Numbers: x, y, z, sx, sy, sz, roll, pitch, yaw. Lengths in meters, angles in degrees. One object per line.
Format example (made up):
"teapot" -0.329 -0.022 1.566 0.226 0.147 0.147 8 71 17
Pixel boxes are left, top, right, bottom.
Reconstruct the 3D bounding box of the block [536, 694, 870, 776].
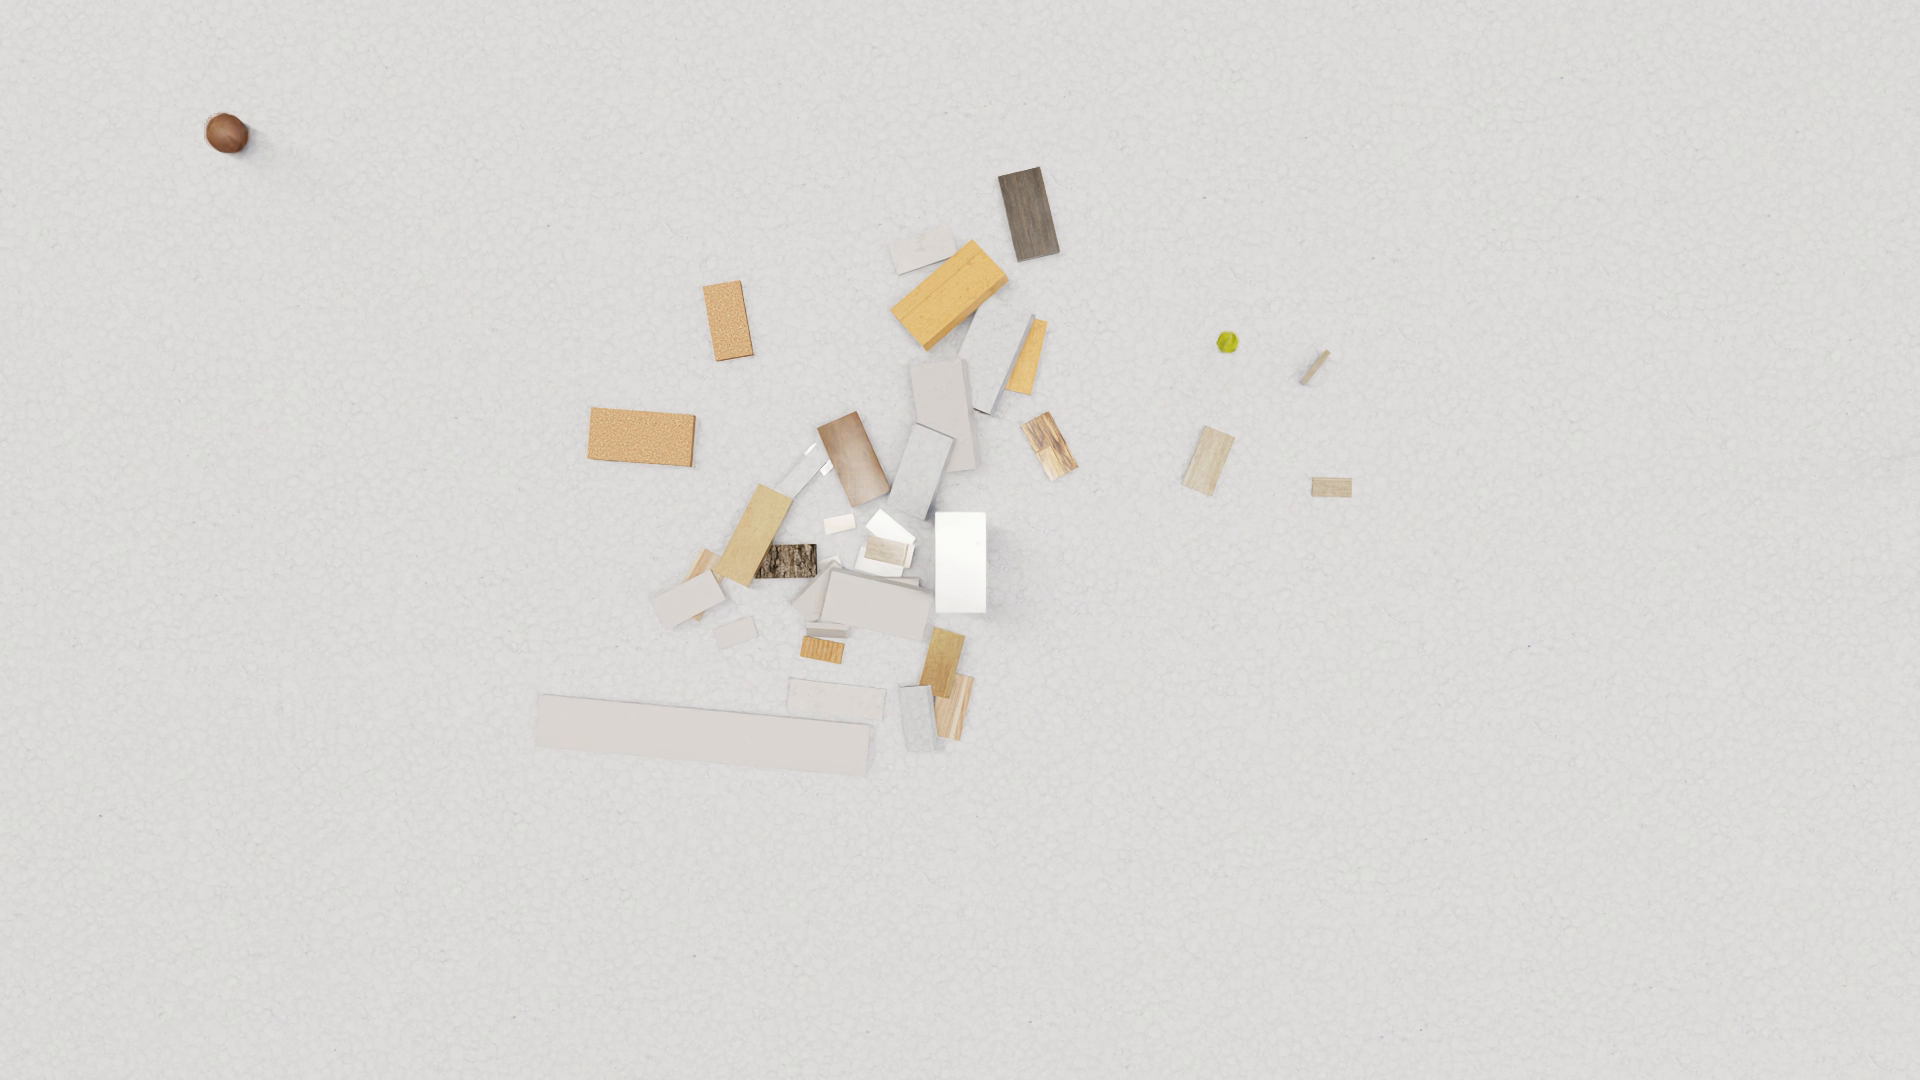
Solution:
"block" -0.851 0.648 5.476 1.094 0.048 0.170 5 90 0

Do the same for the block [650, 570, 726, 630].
"block" -0.897 0.198 5.453 0.222 0.031 0.111 -28 90 0

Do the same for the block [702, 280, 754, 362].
"block" -0.770 -0.728 5.482 0.125 0.035 0.249 -10 90 0

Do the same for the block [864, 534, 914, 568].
"block" -0.234 0.038 5.467 0.156 0.022 0.078 13 90 0

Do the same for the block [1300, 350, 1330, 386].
"block" 1.176 -0.572 5.468 0.018 0.064 0.129 38 90 0

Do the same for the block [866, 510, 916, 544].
"block" -0.231 -0.025 5.489 0.156 0.022 0.078 40 90 0

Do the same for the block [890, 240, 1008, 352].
"block" -0.035 -0.808 5.444 0.359 0.051 0.180 -41 69 0

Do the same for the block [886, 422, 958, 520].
"block" -0.126 -0.225 5.429 0.144 0.041 0.287 24 103 17

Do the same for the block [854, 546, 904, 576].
"block" -0.265 0.079 5.489 0.156 0.022 0.078 16 90 0

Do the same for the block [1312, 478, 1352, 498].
"block" 1.238 -0.176 5.491 0.129 0.018 0.064 1 90 0

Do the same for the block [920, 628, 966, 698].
"block" -0.061 0.406 5.458 0.108 0.030 0.215 15 90 33

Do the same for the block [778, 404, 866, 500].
"block" -0.456 -0.293 5.476 0.064 0.018 0.369 42 86 0

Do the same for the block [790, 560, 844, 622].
"block" -0.456 0.170 5.462 0.203 0.029 0.101 -45 119 -1

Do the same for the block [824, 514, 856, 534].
"block" -0.400 -0.054 5.493 0.101 0.014 0.050 -12 90 0

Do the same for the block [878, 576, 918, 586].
"block" -0.238 0.173 5.473 0.203 0.029 0.101 0 105 0

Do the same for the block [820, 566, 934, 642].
"block" -0.273 0.212 5.441 0.340 0.048 0.170 13 105 -4

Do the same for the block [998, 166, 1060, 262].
"block" 0.228 -1.081 5.480 0.144 0.041 0.287 -13 90 0

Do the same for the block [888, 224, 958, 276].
"block" -0.122 -0.964 5.485 0.211 0.030 0.105 -19 90 0

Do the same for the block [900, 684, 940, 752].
"block" -0.136 0.590 5.458 0.108 0.030 0.215 -7 90 33

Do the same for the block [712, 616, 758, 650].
"block" -0.747 0.309 5.490 0.138 0.020 0.069 -20 90 0

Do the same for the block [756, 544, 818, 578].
"block" -0.614 0.072 5.476 0.276 0.031 0.111 -1 90 3

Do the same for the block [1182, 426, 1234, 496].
"block" 0.825 -0.263 5.485 0.105 0.030 0.211 22 90 0

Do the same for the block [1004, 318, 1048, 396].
"block" 0.202 -0.617 5.482 0.125 0.035 0.249 13 90 0

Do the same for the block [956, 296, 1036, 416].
"block" 0.094 -0.610 5.446 0.180 0.051 0.359 24 91 17

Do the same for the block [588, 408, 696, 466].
"block" -1.056 -0.342 5.476 0.340 0.048 0.170 4 90 0

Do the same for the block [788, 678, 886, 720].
"block" -0.410 0.529 5.486 0.314 0.029 0.101 6 90 0

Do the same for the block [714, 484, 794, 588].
"block" -0.680 -0.013 5.452 0.125 0.035 0.326 25 82 8

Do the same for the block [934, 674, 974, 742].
"block" -0.030 0.550 5.485 0.108 0.030 0.215 13 90 0

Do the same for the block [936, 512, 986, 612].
"block" 0.002 0.070 5.165 0.157 0.044 0.313 0 90 0

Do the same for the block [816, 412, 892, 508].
"block" -0.352 -0.266 5.459 0.144 0.041 0.287 -24 95 -7

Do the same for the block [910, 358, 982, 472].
"block" -0.047 -0.405 5.429 0.180 0.051 0.359 -6 95 22

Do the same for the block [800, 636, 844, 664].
"block" -0.459 0.366 5.490 0.138 0.020 0.069 11 90 0

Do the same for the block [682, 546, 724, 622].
"block" -0.863 0.146 5.484 0.111 0.031 0.222 29 90 0

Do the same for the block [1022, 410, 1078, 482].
"block" 0.298 -0.311 5.485 0.105 0.030 0.211 -28 90 0

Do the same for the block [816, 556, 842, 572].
"block" -0.446 0.089 5.492 0.101 0.014 0.050 -18 89 0

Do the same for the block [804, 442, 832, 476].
"block" -0.466 -0.269 5.493 0.050 0.014 0.101 -42 90 0

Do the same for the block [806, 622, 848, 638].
"block" -0.439 0.300 5.465 0.138 0.069 0.020 4 62 0
